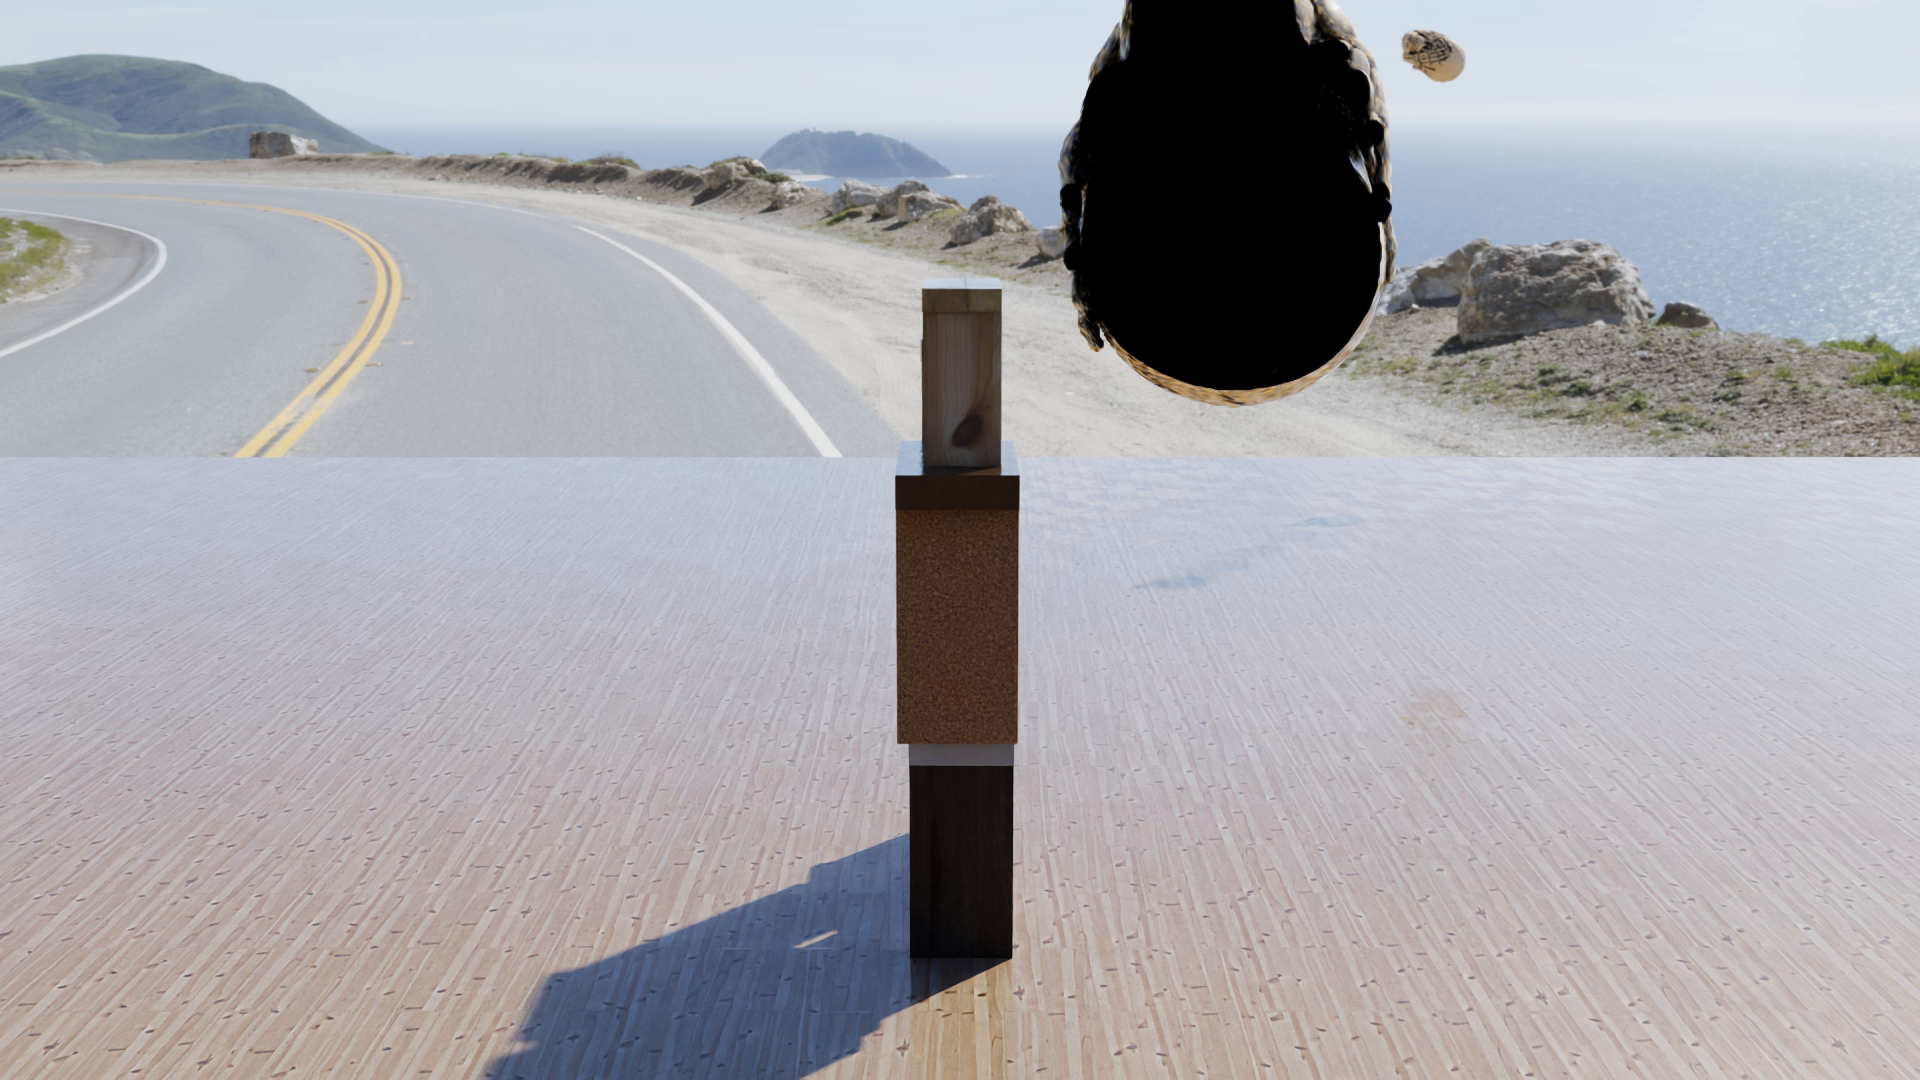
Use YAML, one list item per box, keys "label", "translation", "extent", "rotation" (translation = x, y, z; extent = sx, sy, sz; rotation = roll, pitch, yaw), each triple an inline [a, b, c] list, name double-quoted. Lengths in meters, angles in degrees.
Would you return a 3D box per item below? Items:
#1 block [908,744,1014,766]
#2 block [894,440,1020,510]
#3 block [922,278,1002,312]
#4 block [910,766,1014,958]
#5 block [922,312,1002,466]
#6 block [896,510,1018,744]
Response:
- label: "block"
  translation: [0.002, 0.287, 3.446]
  extent: [0.158, 0.045, 0.316]
  rotation: [0, 11, 0]
- label: "block"
  translation: [-0.004, -0.100, 3.319]
  extent: [0.178, 0.050, 0.356]
  rotation: [0, 11, 0]
- label: "block"
  translation: [0.003, -0.365, 3.267]
  extent: [0.114, 0.032, 0.229]
  rotation: [0, 11, 0]
- label: "block"
  translation: [0.002, 0.484, 3.376]
  extent: [0.158, 0.316, 0.045]
  rotation: [0, 11, 0]
- label: "block"
  translation: [0.003, -0.223, 3.216]
  extent: [0.114, 0.229, 0.032]
  rotation: [0, 11, 0]
- label: "block"
  translation: [-0.004, 0.122, 3.240]
  extent: [0.178, 0.356, 0.050]
  rotation: [0, 11, 0]
